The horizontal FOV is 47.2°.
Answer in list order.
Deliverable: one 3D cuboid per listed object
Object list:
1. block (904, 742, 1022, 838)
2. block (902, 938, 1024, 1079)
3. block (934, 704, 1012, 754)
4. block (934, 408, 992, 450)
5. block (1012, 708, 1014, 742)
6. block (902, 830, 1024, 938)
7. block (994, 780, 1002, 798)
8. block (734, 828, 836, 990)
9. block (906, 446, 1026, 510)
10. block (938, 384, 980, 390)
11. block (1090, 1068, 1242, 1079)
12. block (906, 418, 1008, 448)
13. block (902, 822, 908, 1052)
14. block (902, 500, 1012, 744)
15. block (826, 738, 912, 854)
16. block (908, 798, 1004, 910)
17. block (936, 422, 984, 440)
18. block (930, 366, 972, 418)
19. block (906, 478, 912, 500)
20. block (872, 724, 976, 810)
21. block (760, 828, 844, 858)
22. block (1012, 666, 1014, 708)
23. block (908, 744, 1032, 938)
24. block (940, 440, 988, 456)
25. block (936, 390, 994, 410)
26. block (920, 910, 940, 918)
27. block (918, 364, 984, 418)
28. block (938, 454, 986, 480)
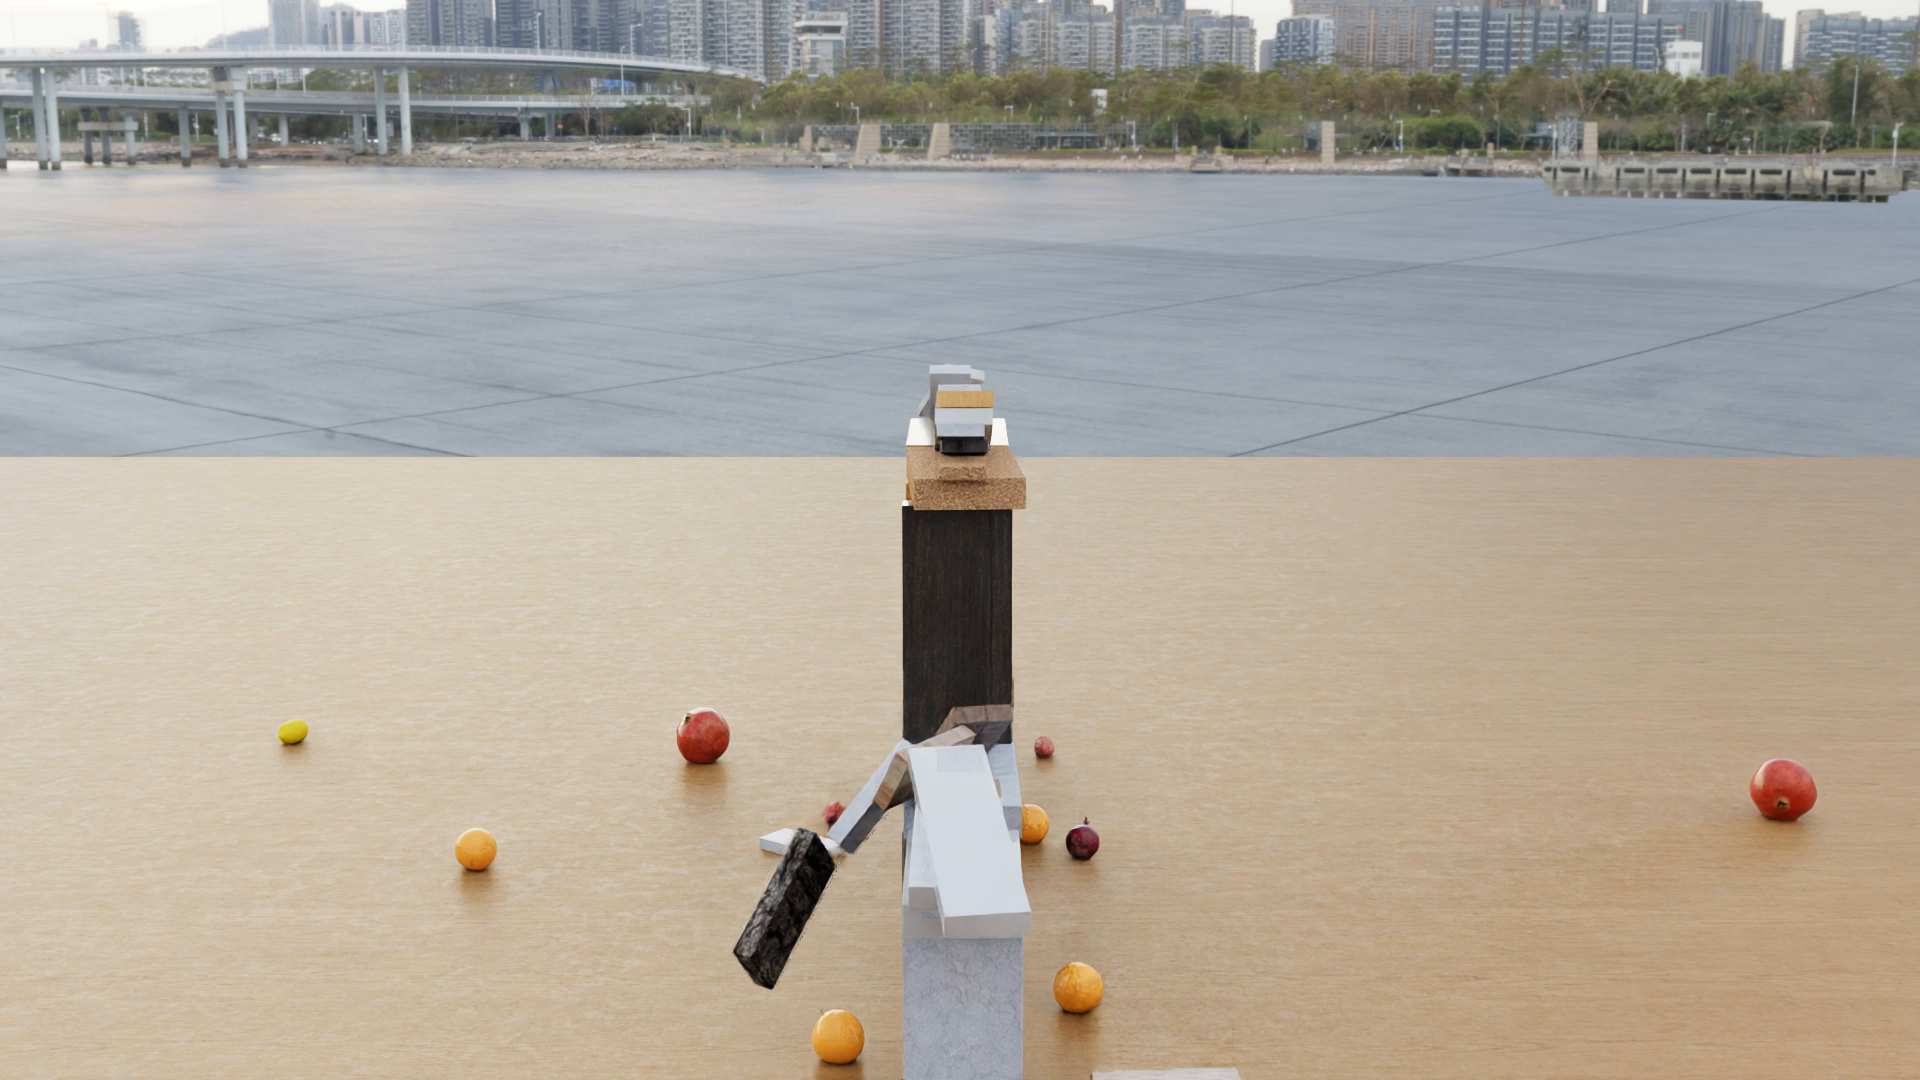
[{"bbox_3d":[0.002,0.350,3.103,0.158,0.045,0.317,0,11,-1],"label":"block"},{"bbox_3d":[0.004,0.614,2.728,0.147,0.294,0.042,0,13,0],"label":"block"},{"bbox_3d":[0.015,0.271,3.114,0.082,0.023,0.165,-3,-21,-13],"label":"block"},{"bbox_3d":[0.005,-0.167,3.333,0.086,0.024,0.174,0,-10,-1],"label":"block"},{"bbox_3d":[-0.001,0.427,3.588,0.175,0.349,0.049,0,11,0],"label":"block"},{"bbox_3d":[0.004,0.432,2.786,0.147,0.042,0.294,0,10,0],"label":"block"},{"bbox_3d":[0.000,0.353,2.850,0.108,0.031,0.217,0,9,-1],"label":"block"},{"bbox_3d":[-0.234,0.493,2.946,0.027,0.097,0.193,14,59,25],"label":"block"},{"bbox_3d":[0.005,-0.095,3.299,0.160,0.045,0.320,-1,11,-3],"label":"block"},{"bbox_3d":[-0.001,-0.233,3.679,0.070,0.020,0.140,0,-11,0],"label":"block"},{"bbox_3d":[0.273,0.724,2.870,0.193,0.027,0.097,-1,11,-5],"label":"block"},{"bbox_3d":[-0.004,-0.156,3.621,0.161,0.046,0.321,0,11,0],"label":"block"},{"bbox_3d":[0.000,0.547,3.032,0.158,0.317,0.045,0,11,0],"label":"block"},{"bbox_3d":[-0.004,0.121,3.235,0.160,0.356,0.045,0,11,0],"label":"block"},{"bbox_3d":[-0.112,0.348,2.983,0.023,0.165,0.082,37,-8,18],"label":"block"},{"bbox_3d":[-0.003,0.375,2.647,0.108,0.031,0.217,1,22,1],"label":"block"},{"bbox_3d":[0.000,-0.157,3.198,0.068,0.019,0.135,0,0,0],"label":"block"},{"bbox_3d":[-0.016,-0.204,3.795,0.070,0.254,0.020,0,49,0],"label":"block"},{"bbox_3d":[-0.004,0.065,3.439,0.160,0.319,0.045,0,11,0],"label":"block"},{"bbox_3d":[-0.047,0.308,2.980,0.023,0.082,0.165,37,27,23],"label":"block"},{"bbox_3d":[-0.279,0.540,3.884,0.139,0.020,0.069,8,13,37],"label":"block"},{"bbox_3d":[-0.001,0.210,3.666,0.175,0.049,0.349,0,11,0],"label":"block"},{"bbox_3d":[0.006,0.352,2.628,0.097,0.027,0.407,-2,22,-7],"label":"block"},{"bbox_3d":[0.005,-0.138,3.286,0.067,0.019,0.135,0,0,-2],"label":"block"},{"bbox_3d":[0.006,-0.208,3.403,0.086,0.024,0.172,0,-3,-1],"label":"block"},{"bbox_3d":[0.005,0.409,2.711,0.108,0.031,0.243,0,10,-1],"label":"block"},{"bbox_3d":[-0.016,-0.252,3.790,0.070,0.020,0.140,11,-33,-17],"label":"block"},{"bbox_3d":[0.003,-0.107,3.186,0.068,0.019,0.135,0,11,-1],"label":"block"}]
